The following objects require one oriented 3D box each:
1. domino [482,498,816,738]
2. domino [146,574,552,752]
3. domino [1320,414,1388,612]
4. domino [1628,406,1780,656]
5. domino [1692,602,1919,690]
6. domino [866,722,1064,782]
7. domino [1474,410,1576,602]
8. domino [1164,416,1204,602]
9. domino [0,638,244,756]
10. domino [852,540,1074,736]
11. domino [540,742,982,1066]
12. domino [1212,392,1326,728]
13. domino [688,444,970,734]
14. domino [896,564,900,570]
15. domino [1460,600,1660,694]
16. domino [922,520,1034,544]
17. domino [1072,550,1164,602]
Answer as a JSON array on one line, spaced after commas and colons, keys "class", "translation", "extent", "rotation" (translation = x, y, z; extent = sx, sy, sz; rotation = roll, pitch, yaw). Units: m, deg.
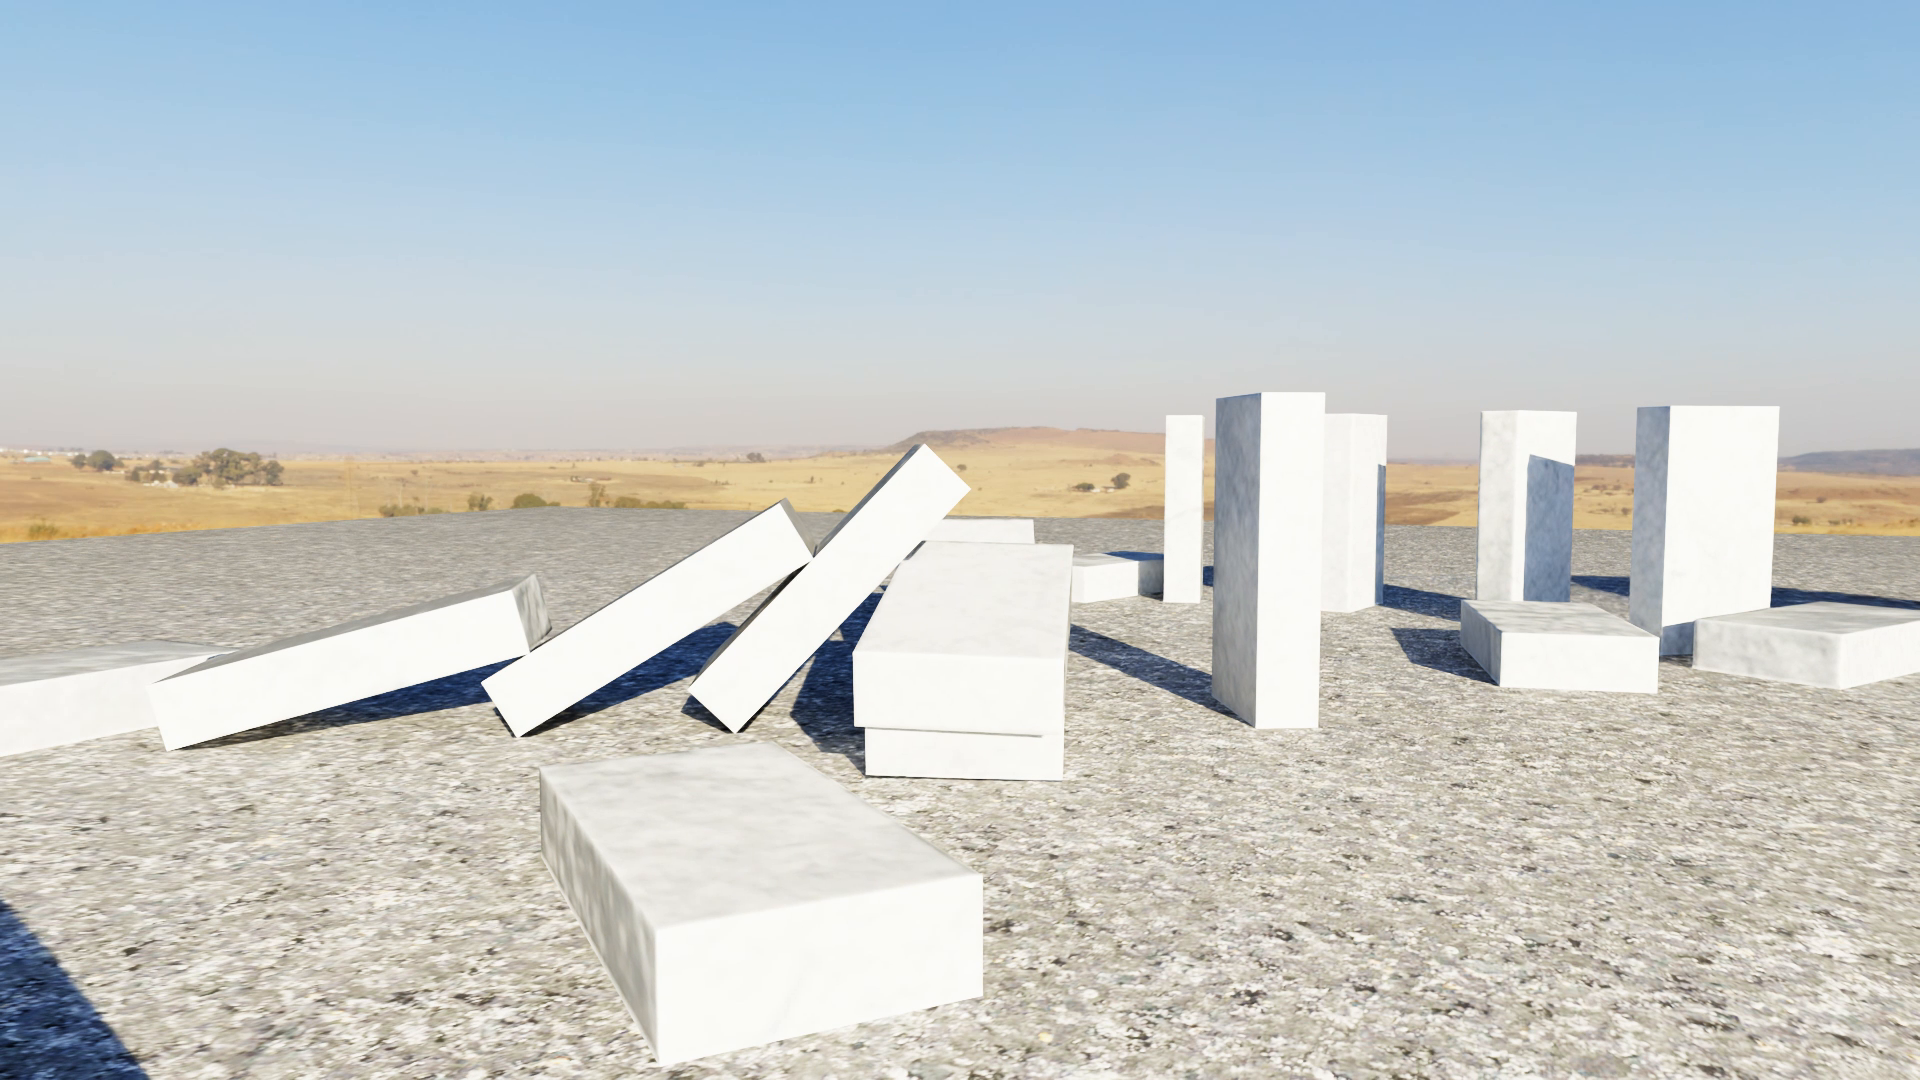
[{"class": "domino", "translation": [-0.046, 0.011, 0.199], "extent": [0.050, 0.009, 0.025], "rotation": [-31, 6, -2]}, {"class": "domino", "translation": [-0.090, 0.017, 0.193], "extent": [0.050, 0.009, 0.025], "rotation": [-15, 7, -9]}, {"class": "domino", "translation": [0.102, -0.008, 0.335], "extent": [0.010, 0.050, 0.025], "rotation": [3, 5, 37]}, {"class": "domino", "translation": [0.153, -0.002, 0.264], "extent": [0.025, 0.050, 0.010], "rotation": [-1, 4, -11]}, {"class": "domino", "translation": [0.167, 0.019, 0.246], "extent": [0.050, 0.009, 0.025], "rotation": [-3, 5, -33]}, {"class": "domino", "translation": [0.002, 0.019, 0.185], "extent": [0.025, 0.009, 0.050], "rotation": [1, 16, 4]}, {"class": "domino", "translation": [0.134, -0.005, 0.303], "extent": [0.025, 0.050, 0.009], "rotation": [-3, 5, -36]}, {"class": "domino", "translation": [0.062, -0.009, 0.355], "extent": [0.009, 0.050, 0.025], "rotation": [1, 4, 12]}, {"class": "domino", "translation": [-0.137, 0.024, 0.190], "extent": [0.025, 0.010, 0.050], "rotation": [2, 5, 27]}, {"class": "domino", "translation": [0.002, 0.012, 0.176], "extent": [0.025, 0.009, 0.050], "rotation": [2, 16, 6]}, {"class": "domino", "translation": [-0.021, 0.029, 0.115], "extent": [0.025, 0.009, 0.050], "rotation": [-2, 5, -27]}, {"class": "domino", "translation": [0.048, 0.002, 0.203], "extent": [0.009, 0.050, 0.025], "rotation": [0, 4, -4]}, {"class": "domino", "translation": [-0.020, 0.006, 0.201], "extent": [0.010, 0.050, 0.025], "rotation": [44, 0, -7]}, {"class": "domino", "translation": [0.000, 0.011, 0.259], "extent": [0.025, 0.010, 0.050], "rotation": [0, 23, 2]}, {"class": "domino", "translation": [0.113, 0.019, 0.246], "extent": [0.025, 0.010, 0.050], "rotation": [1, 4, 14]}, {"class": "domino", "translation": [0.001, 0.011, 0.233], "extent": [0.025, 0.009, 0.050], "rotation": [0, 26, 1]}, {"class": "domino", "translation": [0.042, 0.010, 0.370], "extent": [0.025, 0.009, 0.050], "rotation": [4, 6, 44]}]
